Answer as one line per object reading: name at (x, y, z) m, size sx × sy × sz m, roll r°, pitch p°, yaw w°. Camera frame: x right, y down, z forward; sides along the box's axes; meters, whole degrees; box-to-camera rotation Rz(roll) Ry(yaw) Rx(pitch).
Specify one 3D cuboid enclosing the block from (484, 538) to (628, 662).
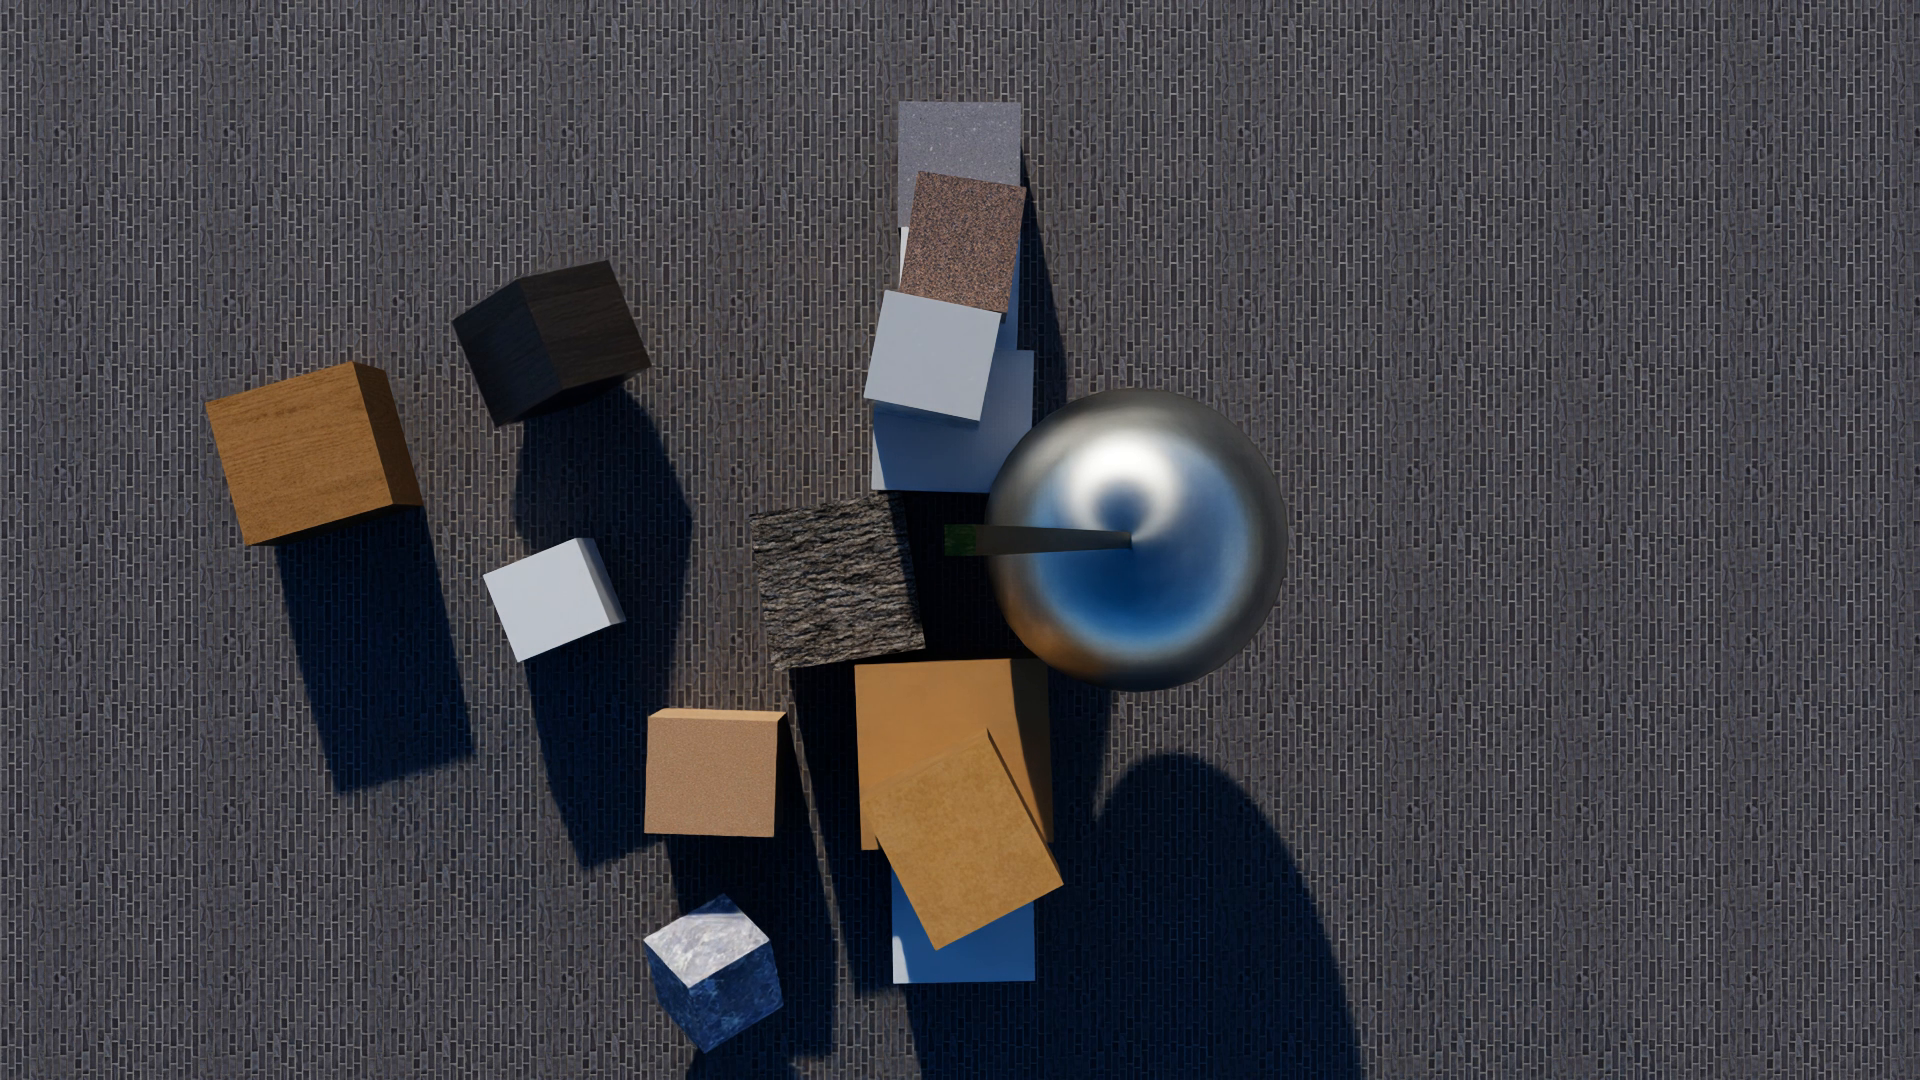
block at (-2.328, 0.339, 12.693) m, size 0.563 × 0.613 × 0.529 m, roll -22°, pitch 90°, yaw 0°

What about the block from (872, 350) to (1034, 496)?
block at (-0.040, -0.658, 12.529) m, size 0.869 × 0.941 × 0.788 m, roll 2°, pitch 90°, yaw 0°

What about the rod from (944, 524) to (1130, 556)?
rod at (0.396, 0.000, 8.157) m, size 0.080 × 5.200 × 0.080 m, roll 0°, pitch 90°, yaw 9°

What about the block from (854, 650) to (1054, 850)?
block at (-0.031, 1.167, 12.498) m, size 1.051 × 1.003 × 1.008 m, roll -2°, pitch 90°, yaw 0°

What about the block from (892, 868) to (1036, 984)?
block at (0.016, 2.071, 12.625) m, size 0.790 × 0.749 × 0.785 m, roll -1°, pitch 90°, yaw 0°

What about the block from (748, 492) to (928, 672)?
block at (-0.673, 0.227, 12.525) m, size 0.849 × 0.951 × 0.872 m, roll -9°, pitch 90°, yaw 0°

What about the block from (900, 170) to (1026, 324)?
block at (0.014, -1.587, 11.993) m, size 0.586 × 0.600 × 0.674 m, roll 9°, pitch 90°, yaw 0°

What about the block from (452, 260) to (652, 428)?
block at (-2.322, -1.118, 12.525) m, size 0.652 × 0.692 × 0.658 m, roll -22°, pitch 90°, yaw 41°

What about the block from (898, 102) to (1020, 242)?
block at (-0.004, -2.100, 12.658) m, size 0.683 × 0.684 × 0.707 m, roll 1°, pitch 90°, yaw 0°

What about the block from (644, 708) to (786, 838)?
block at (-1.397, 1.330, 12.665) m, size 0.726 × 0.670 × 0.651 m, roll 2°, pitch 90°, yaw 0°

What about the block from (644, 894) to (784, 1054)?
block at (-1.404, 2.470, 12.554) m, size 0.542 × 0.504 × 0.530 m, roll -27°, pitch 130°, yaw -26°

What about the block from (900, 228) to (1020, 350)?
block at (-0.005, -1.396, 12.647) m, size 0.667 × 0.707 × 0.687 m, roll 2°, pitch 90°, yaw 0°

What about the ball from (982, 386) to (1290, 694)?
ball at (0.915, 0.000, 11.517) m, size 1.600 × 1.600 × 1.600 m, roll 0°, pitch 90°, yaw 0°

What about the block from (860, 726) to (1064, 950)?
block at (0.010, 1.562, 11.638) m, size 0.741 × 0.717 × 0.847 m, roll -27°, pitch 90°, yaw 0°

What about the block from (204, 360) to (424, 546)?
block at (-3.694, -0.484, 12.644) m, size 0.857 × 0.712 × 0.833 m, roll -16°, pitch 90°, yaw 0°

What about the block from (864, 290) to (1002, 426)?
block at (-0.144, -0.963, 11.761) m, size 0.618 × 0.596 × 0.572 m, roll 12°, pitch 90°, yaw 0°
